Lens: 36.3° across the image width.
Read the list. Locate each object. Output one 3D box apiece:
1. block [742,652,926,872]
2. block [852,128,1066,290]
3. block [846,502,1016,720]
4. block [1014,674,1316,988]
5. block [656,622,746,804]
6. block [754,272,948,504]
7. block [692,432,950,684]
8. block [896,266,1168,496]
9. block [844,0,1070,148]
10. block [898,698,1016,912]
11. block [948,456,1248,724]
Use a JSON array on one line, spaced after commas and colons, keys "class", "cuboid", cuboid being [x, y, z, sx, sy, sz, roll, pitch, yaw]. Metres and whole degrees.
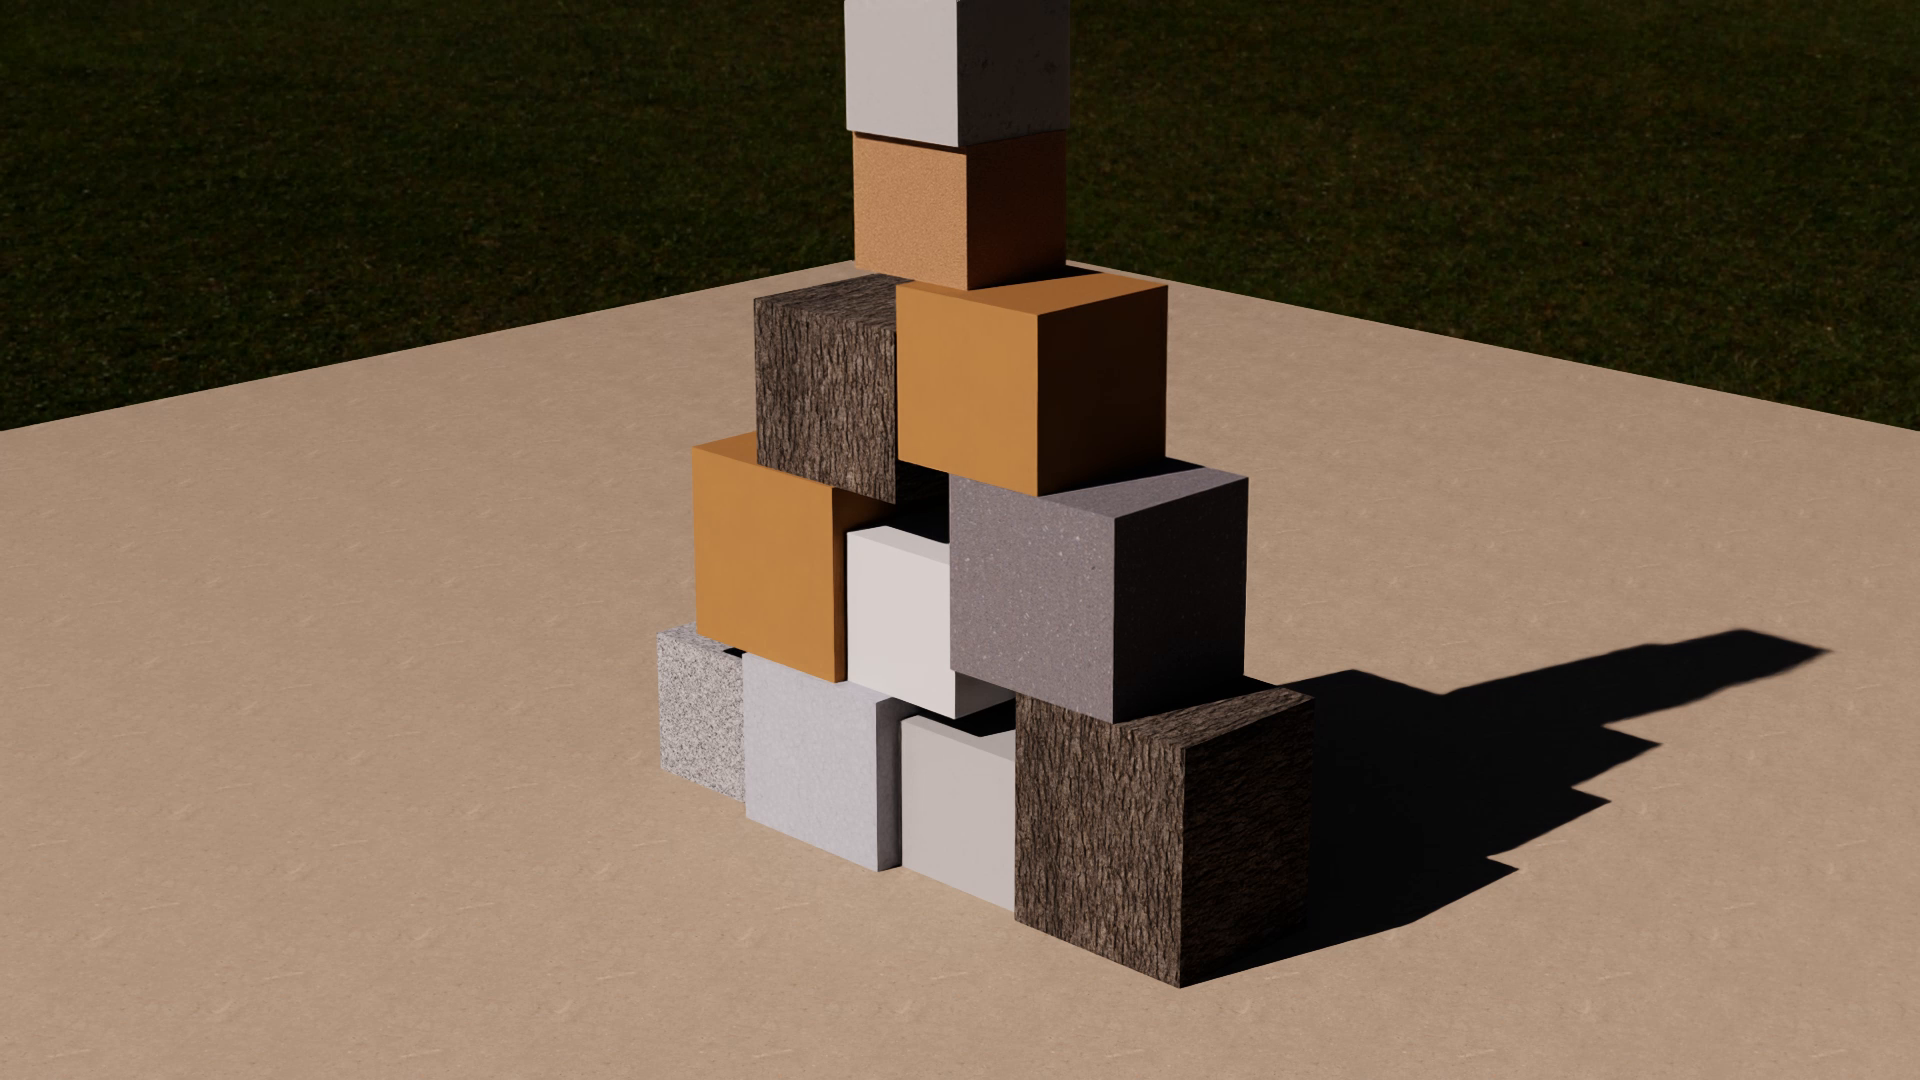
[{"class": "block", "cuboid": [-0.355, 0.929, 14.000, 0.988, 0.833, 0.918, -17, 24, -42]}, {"class": "block", "cuboid": [-0.001, -1.499, 12.894, 0.617, 0.622, 0.700, -17, 23, -42]}, {"class": "block", "cuboid": [0.011, 0.298, 13.433, 0.793, 0.713, 0.702, -17, 24, -42]}, {"class": "block", "cuboid": [0.882, 1.180, 12.786, 0.851, 1.081, 0.965, -17, 24, -42]}, {"class": "block", "cuboid": [-0.959, 0.802, 14.589, 0.762, 0.721, 0.764, -17, 24, -42]}, {"class": "block", "cuboid": [-0.312, -0.717, 13.424, 0.850, 0.782, 0.922, -17, 24, -42]}, {"class": "block", "cuboid": [-0.595, 0.011, 13.972, 0.924, 0.935, 0.978, -17, 24, -42]}, {"class": "block", "cuboid": [0.312, -0.727, 12.765, 0.816, 0.781, 0.844, -17, 23, -42]}, {"class": "block", "cuboid": [-0.010, -2.087, 12.710, 0.691, 0.613, 0.685, -17, 23, -42]}, {"class": "block", "cuboid": [0.248, 1.168, 13.429, 0.709, 0.718, 0.786, -17, 24, -42]}, {"class": "block", "cuboid": [0.598, 0.151, 12.761, 0.857, 0.897, 0.964, -17, 23, -42]}]
